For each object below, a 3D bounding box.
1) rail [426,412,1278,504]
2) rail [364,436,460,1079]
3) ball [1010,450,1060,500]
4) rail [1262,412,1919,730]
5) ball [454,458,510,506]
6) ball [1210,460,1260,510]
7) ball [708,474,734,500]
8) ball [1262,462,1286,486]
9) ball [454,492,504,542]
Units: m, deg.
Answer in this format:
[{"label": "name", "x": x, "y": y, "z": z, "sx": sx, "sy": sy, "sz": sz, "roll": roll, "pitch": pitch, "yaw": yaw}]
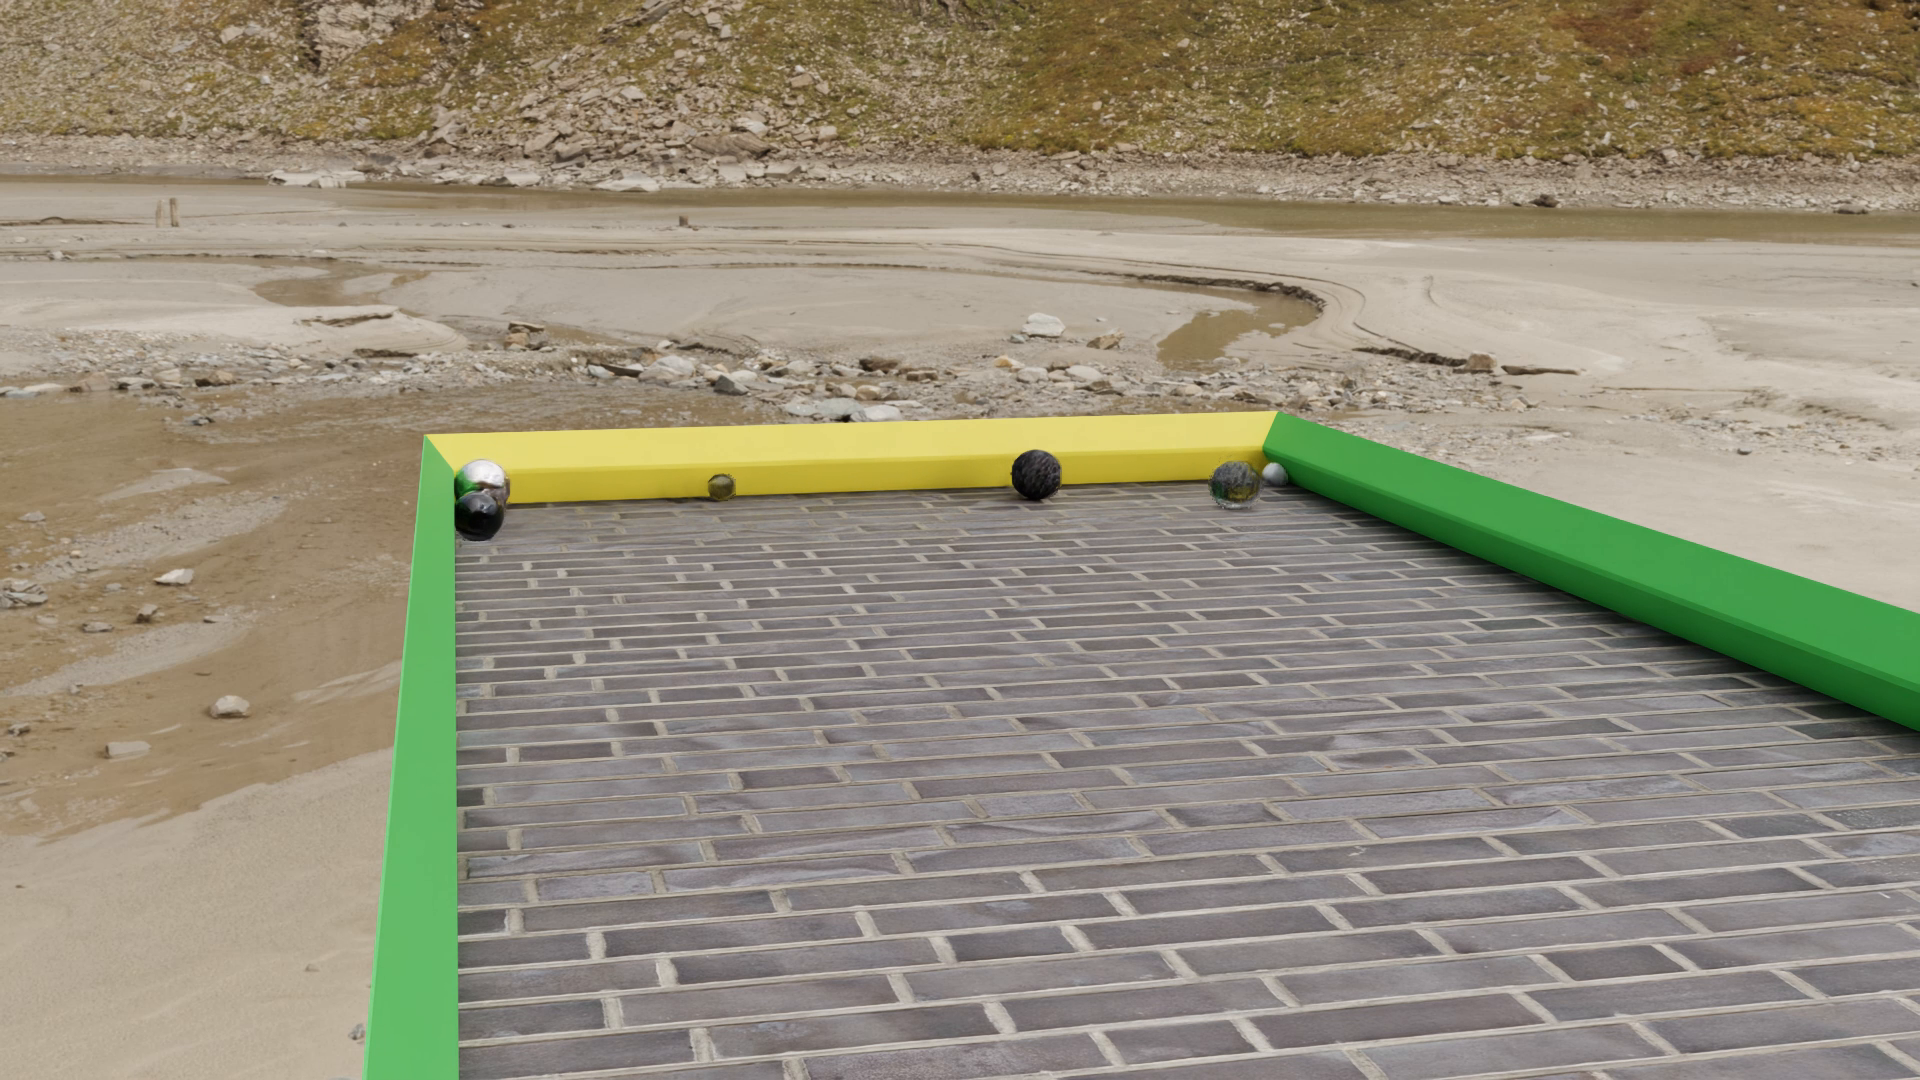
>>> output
[{"label": "rail", "x": -0.150, "y": -0.139, "z": 3.755, "sx": 1.485, "sy": 0.117, "sz": 0.045, "roll": -2, "pitch": 10, "yaw": -13}, {"label": "rail", "x": -0.546, "y": 0.122, "z": 2.281, "sx": 0.045, "sy": 0.117, "sz": 2.790, "roll": -2, "pitch": 10, "yaw": -13}, {"label": "ball", "x": 0.127, "y": -0.110, "z": 3.691, "sx": 0.084, "sy": 0.084, "sz": 0.084, "roll": 0, "pitch": 10, "yaw": 0}, {"label": "rail", "x": 0.856, "y": 0.066, "z": 2.596, "sx": 0.045, "sy": 0.117, "sz": 2.790, "roll": -2, "pitch": 10, "yaw": -13}, {"label": "ball", "x": -0.768, "y": -0.085, "z": 3.533, "sx": 0.090, "sy": 0.090, "sz": 0.090, "roll": 0, "pitch": 10, "yaw": 0}, {"label": "ball", "x": 0.450, "y": -0.091, "z": 3.589, "sx": 0.081, "sy": 0.081, "sz": 0.081, "roll": 0, "pitch": 10, "yaw": 0}, {"label": "ball", "x": -0.400, "y": -0.089, "z": 3.680, "sx": 0.045, "sy": 0.045, "sz": 0.045, "roll": 0, "pitch": 10, "yaw": 0}, {"label": "ball", "x": 0.548, "y": -0.114, "z": 3.834, "sx": 0.042, "sy": 0.042, "sz": 0.042, "roll": 0, "pitch": 10, "yaw": 0}, {"label": "ball", "x": -0.722, "y": -0.035, "z": 3.291, "sx": 0.076, "sy": 0.076, "sz": 0.076, "roll": 0, "pitch": 10, "yaw": 0}]
